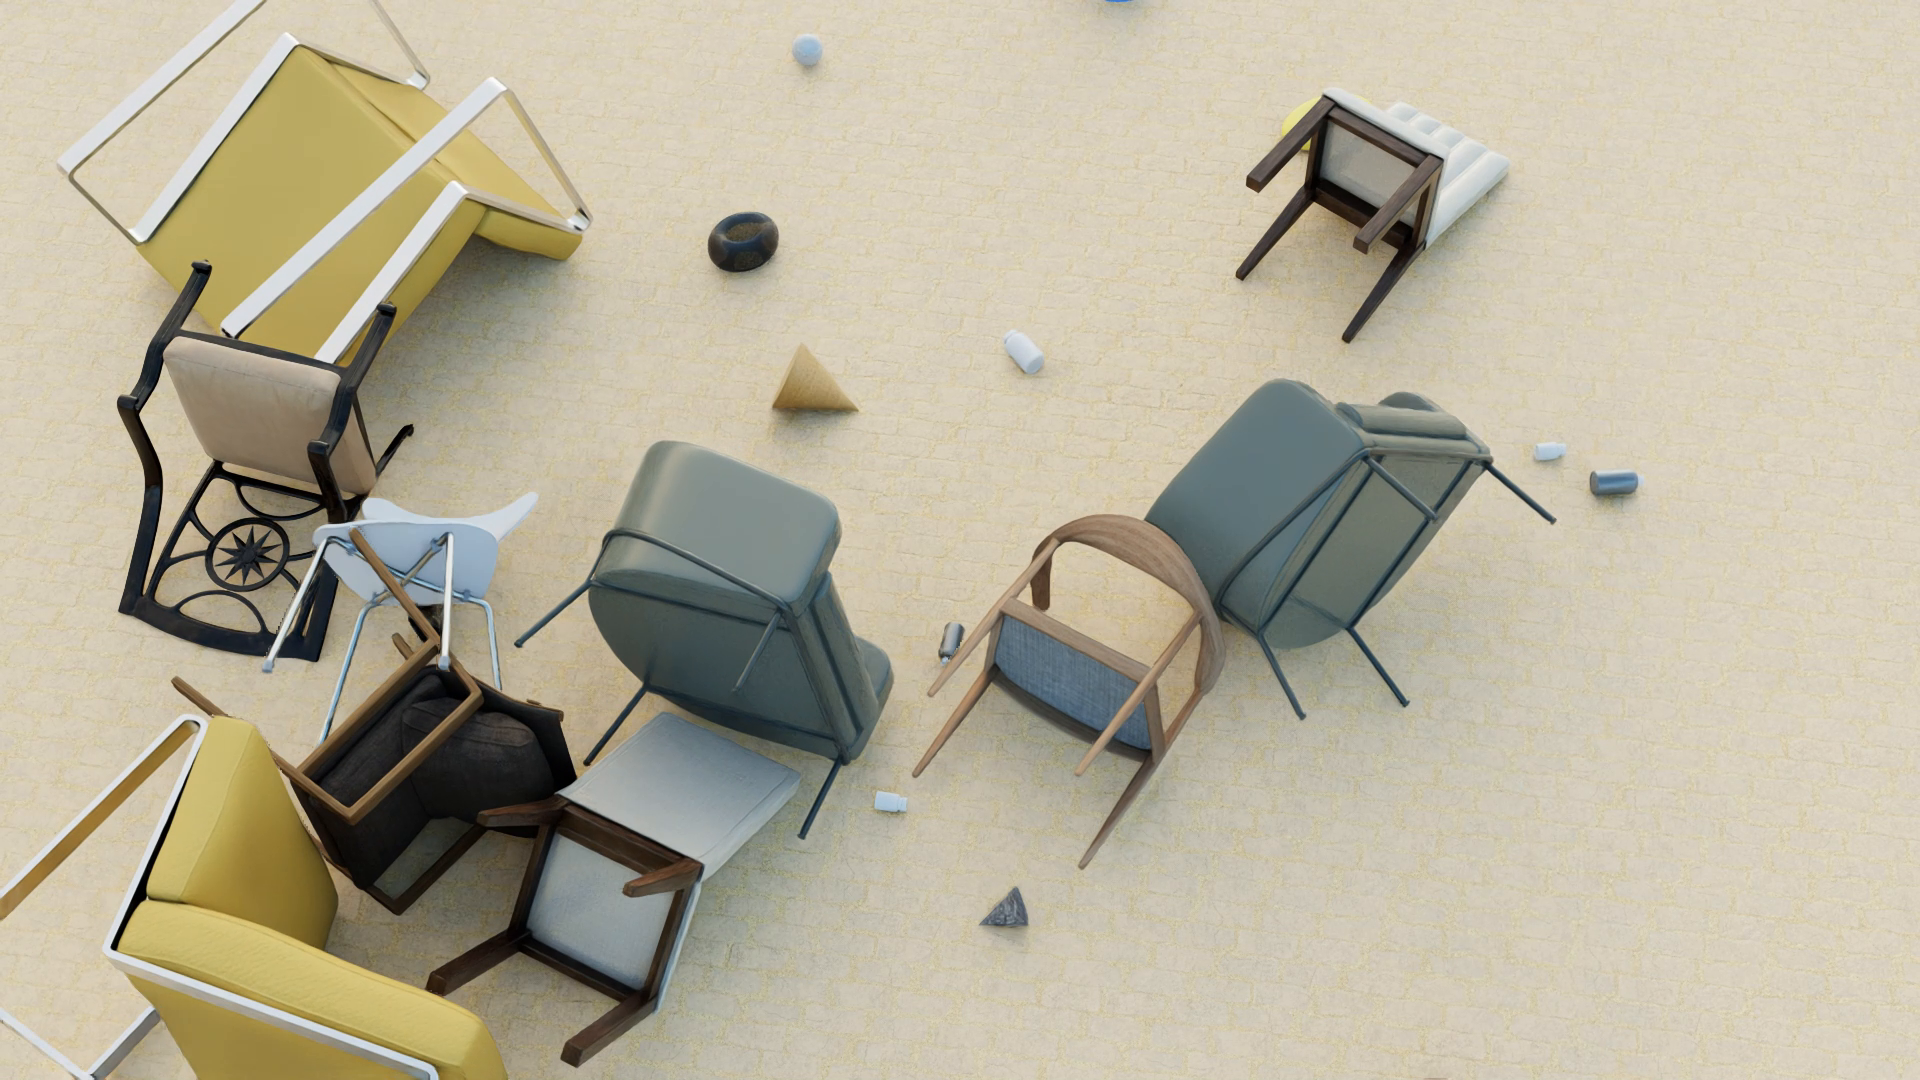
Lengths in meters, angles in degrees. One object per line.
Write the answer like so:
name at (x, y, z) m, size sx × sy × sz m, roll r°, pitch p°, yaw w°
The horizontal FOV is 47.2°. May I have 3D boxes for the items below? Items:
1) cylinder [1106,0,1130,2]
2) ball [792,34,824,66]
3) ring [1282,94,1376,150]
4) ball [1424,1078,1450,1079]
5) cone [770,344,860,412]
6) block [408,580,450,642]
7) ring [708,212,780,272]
cylinder at (0.568, -2.099, 7.888) m, size 0.298 × 0.157 × 0.318 m, roll 1°, pitch 56°, yaw 1°
ball at (-0.531, -1.707, 7.652) m, size 0.112 × 0.112 × 0.112 m, roll 0°, pitch 56°, yaw 0°
ring at (1.256, -1.425, 7.495) m, size 0.352 × 0.060 × 0.218 m, roll -23°, pitch 60°, yaw -15°
ball at (1.185, 1.459, 5.445) m, size 0.250 × 0.250 × 0.250 m, roll 0°, pitch 56°, yaw 0°
cone at (-0.424, -0.454, 6.821) m, size 0.256 × 0.199 × 0.256 m, roll 26°, pitch 41°, yaw -9°
block at (-1.534, 0.208, 6.353) m, size 0.070 × 0.126 × 0.124 m, roll -7°, pitch 56°, yaw 5°
ring at (-0.704, -0.970, 7.150) m, size 0.244 × 0.127 × 0.186 m, roll -24°, pitch 57°, yaw -17°
